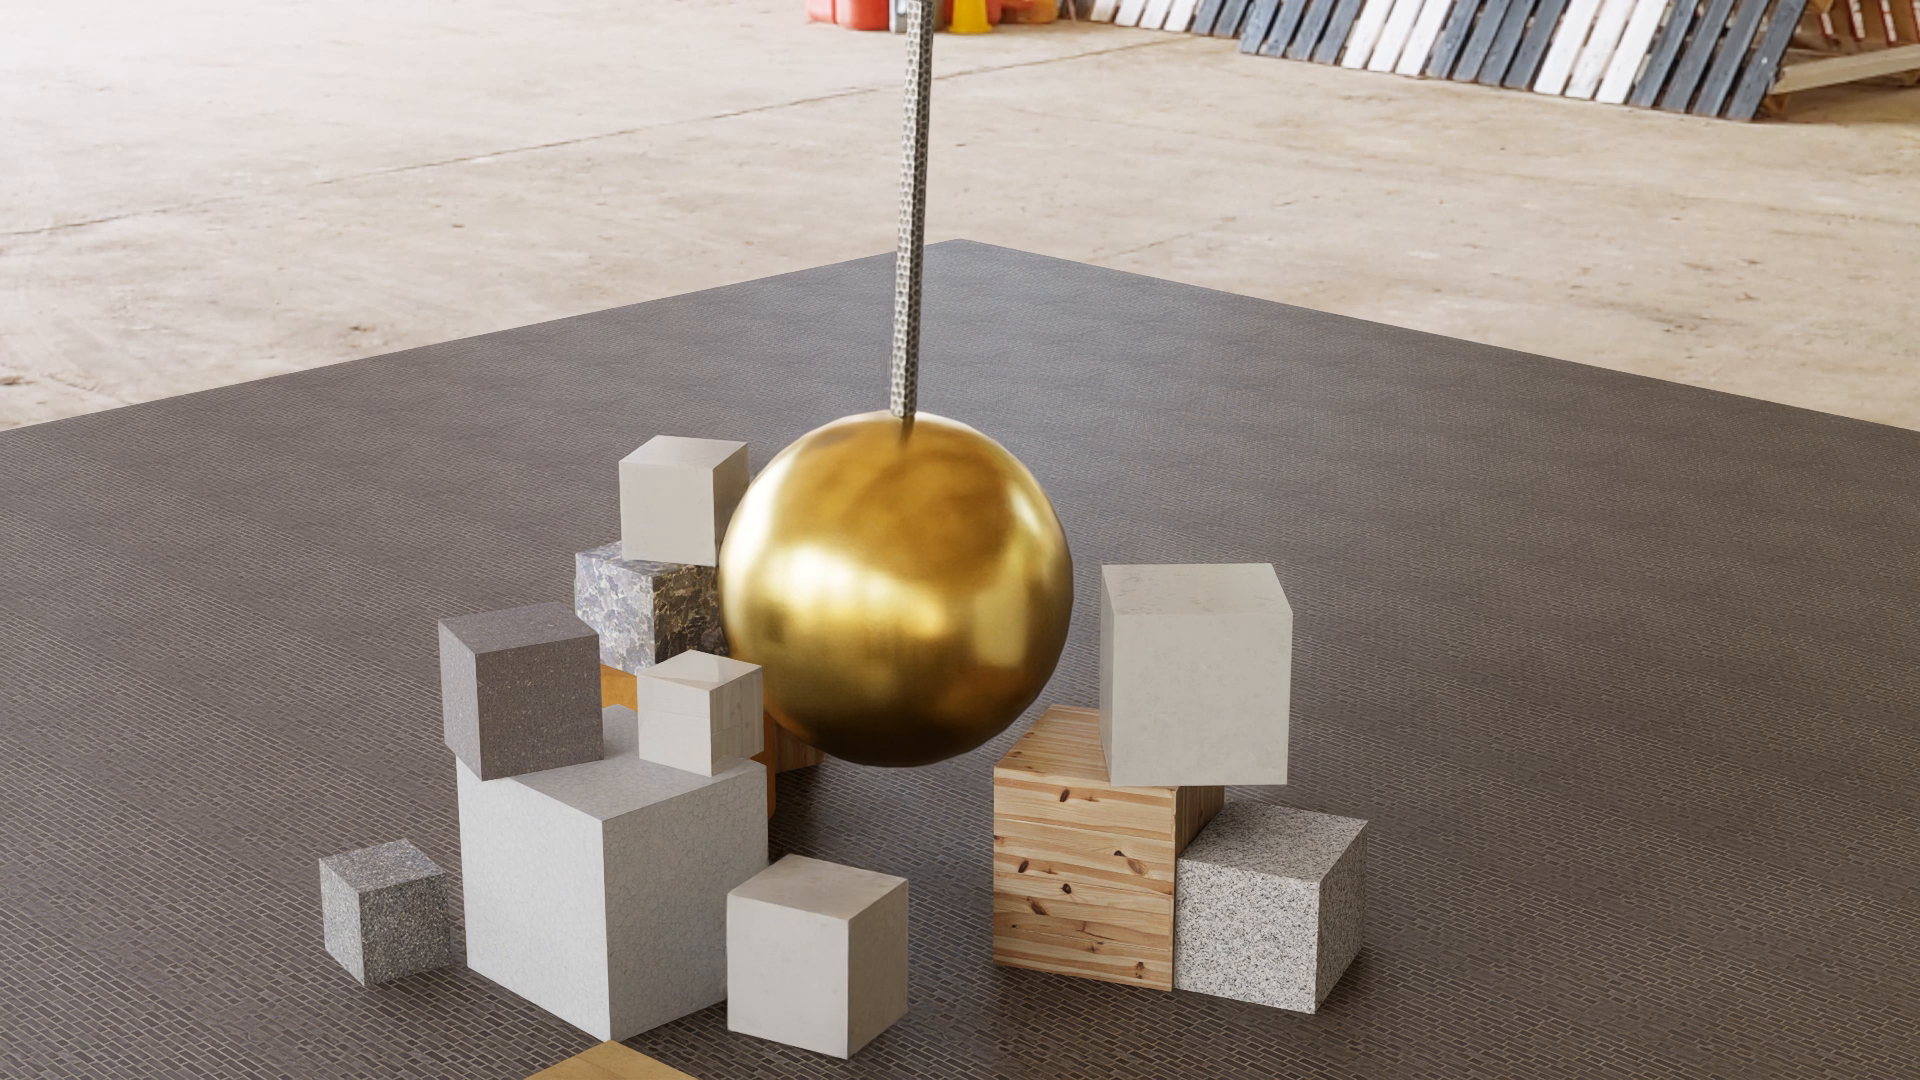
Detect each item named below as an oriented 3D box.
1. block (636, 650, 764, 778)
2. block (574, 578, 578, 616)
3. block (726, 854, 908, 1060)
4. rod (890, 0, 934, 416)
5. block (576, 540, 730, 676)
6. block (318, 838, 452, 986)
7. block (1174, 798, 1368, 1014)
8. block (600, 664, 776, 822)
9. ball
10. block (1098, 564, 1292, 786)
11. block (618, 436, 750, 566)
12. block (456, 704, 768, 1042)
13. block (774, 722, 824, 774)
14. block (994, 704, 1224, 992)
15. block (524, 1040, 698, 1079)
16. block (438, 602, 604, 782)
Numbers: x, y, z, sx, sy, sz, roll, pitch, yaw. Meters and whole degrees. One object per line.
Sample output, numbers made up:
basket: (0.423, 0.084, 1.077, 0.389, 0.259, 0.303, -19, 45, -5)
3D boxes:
block: (-1.076, 0.715, 12.174, 0.379, 0.376, 0.356, 11, 21, 32)
block: (-1.572, 0.548, 15.415, 0.669, 0.710, 0.592, -14, 22, -37)
block: (-0.579, 1.689, 11.951, 0.562, 0.597, 0.492, 9, 18, 26)
rod: (-0.125, -3.068, 12.247, 0.080, 5.200, 0.080, 17, 20, 42)
block: (-1.389, 0.294, 13.555, 0.525, 0.499, 0.540, 15, 23, 40)
block: (-2.463, 1.592, 12.566, 0.397, 0.428, 0.435, -11, 21, -32)
block: (1.324, 1.543, 12.448, 0.615, 0.591, 0.707, 7, 19, 23)
block: (-1.372, 0.955, 13.794, 0.865, 0.906, 0.716, 3, 18, 8)
ball: (-0.288, 0.217, 13.108, 1.600, 1.600, 1.600, 0, 17, 0)
block: (0.976, 0.558, 12.304, 0.726, 0.748, 0.657, -1, 17, -2)
block: (-1.261, -0.184, 13.480, 0.451, 0.459, 0.469, 5, 18, 15)
block: (-1.453, 1.378, 12.325, 0.847, 0.980, 1.004, -16, 23, -41)
block: (-1.180, 0.771, 14.791, 0.703, 0.661, 0.730, -11, 20, -30)
block: (0.651, 1.311, 12.665, 0.792, 0.905, 0.805, 6, 18, 19)
block: (-1.232, 2.235, 10.196, 0.665, 0.623, 0.668, 15, 23, 39)
block: (-1.824, 0.621, 12.181, 0.530, 0.551, 0.481, -9, 20, -26)
